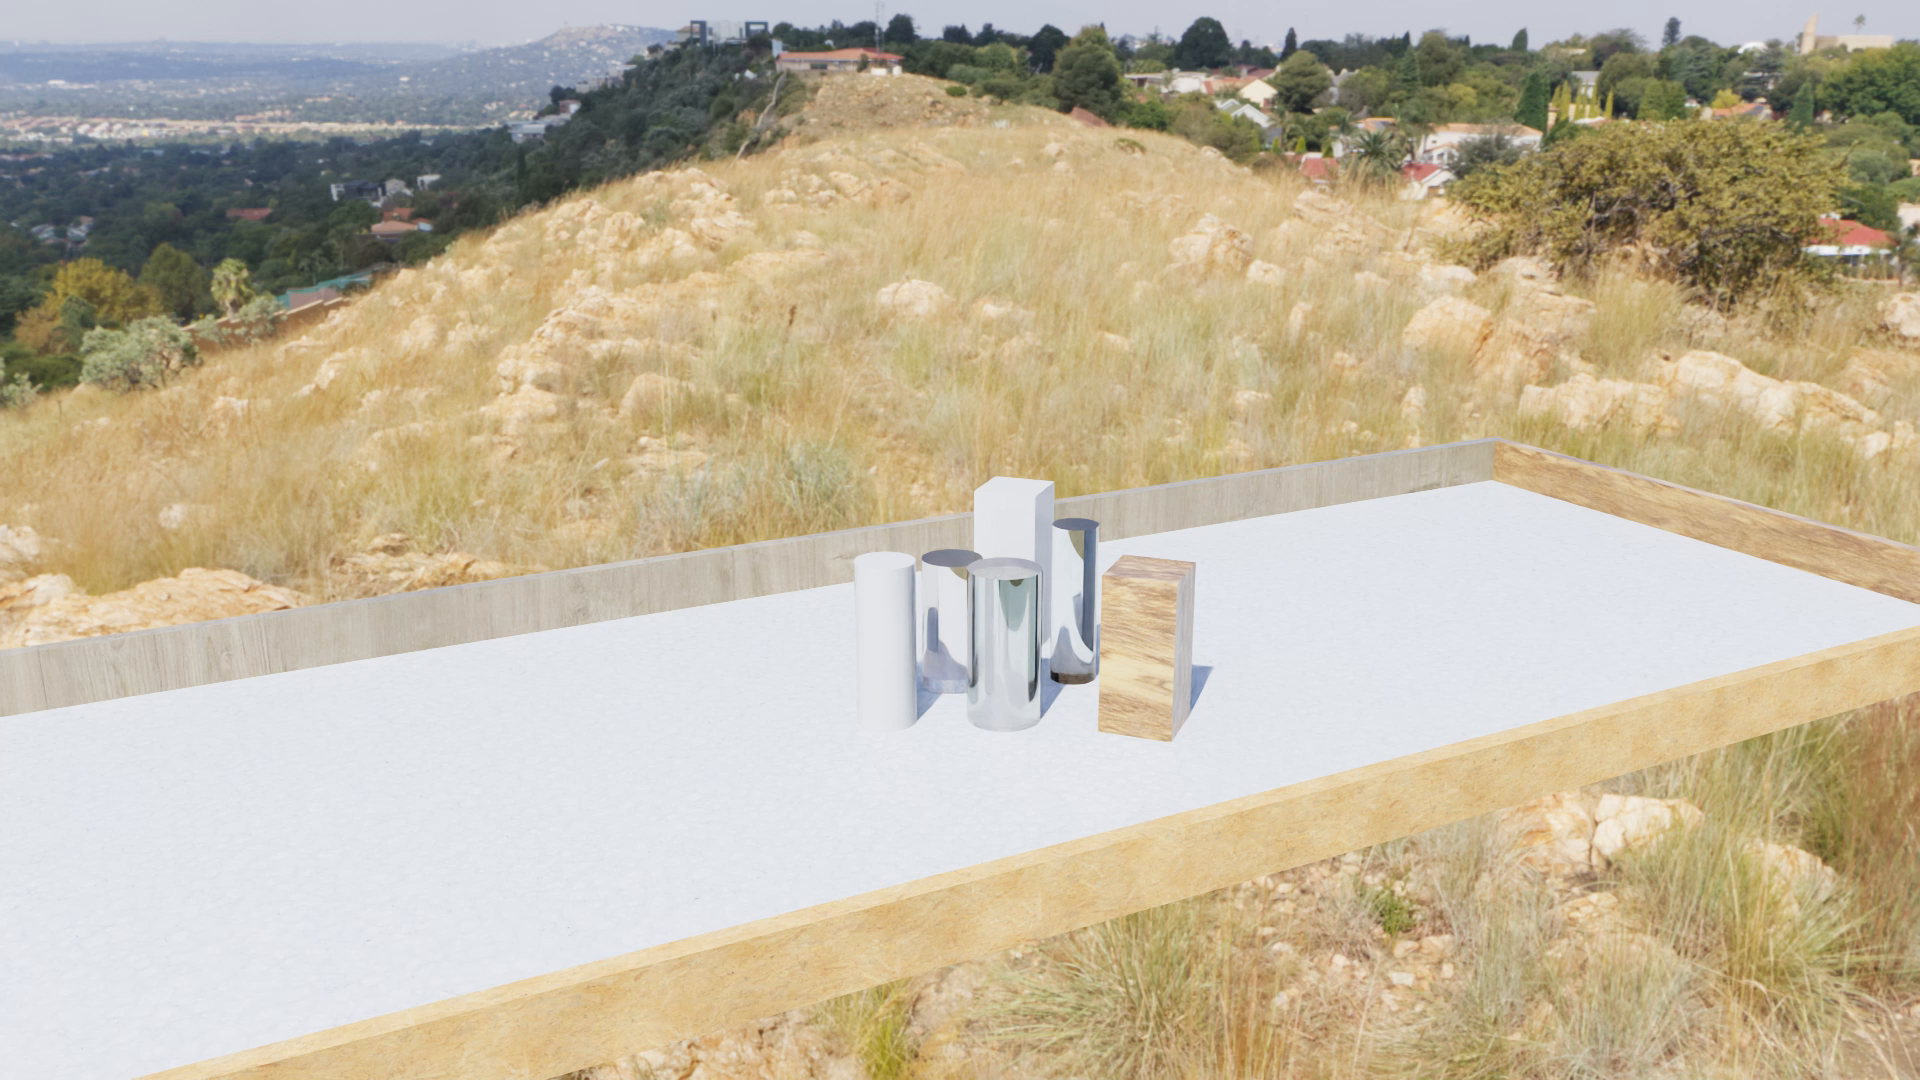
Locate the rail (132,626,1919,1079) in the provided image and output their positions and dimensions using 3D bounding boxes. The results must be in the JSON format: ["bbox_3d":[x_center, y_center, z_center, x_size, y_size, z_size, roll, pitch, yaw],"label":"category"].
[{"bbox_3d":[-2.336,1.006,1.665,12.000,0.150,0.050,-9,18,-27],"label":"rail"}]

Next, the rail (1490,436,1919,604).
[{"bbox_3d":[2.466,-0.048,5.253,0.050,0.150,2.100,-9,18,-27],"label":"rail"}]

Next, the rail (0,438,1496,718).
[{"bbox_3d":[-3.305,0.497,3.399,12.000,0.150,0.050,-9,18,-27],"label":"rail"}]

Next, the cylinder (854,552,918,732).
[{"bbox_3d":[-0.173,0.236,3.850,0.143,0.395,0.143,0,16,0],"label":"cylinder"}]

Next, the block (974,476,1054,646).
[{"bbox_3d":[0.143,0.066,4.365,0.165,0.431,0.165,6,17,20],"label":"block"}]

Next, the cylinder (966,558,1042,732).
[{"bbox_3d":[0.104,0.244,3.866,0.175,0.372,0.175,0,16,0],"label":"cylinder"}]

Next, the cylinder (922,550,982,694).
[{"bbox_3d":[-0.019,0.201,4.088,0.152,0.328,0.152,0,16,0],"label":"cylinder"}]

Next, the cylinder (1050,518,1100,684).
[{"bbox_3d":[0.285,0.154,4.121,0.116,0.401,0.116,0,16,0],"label":"cylinder"}]

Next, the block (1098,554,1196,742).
[{"bbox_3d":[0.434,0.249,3.831,0.174,0.382,0.174,6,18,21],"label":"block"}]
